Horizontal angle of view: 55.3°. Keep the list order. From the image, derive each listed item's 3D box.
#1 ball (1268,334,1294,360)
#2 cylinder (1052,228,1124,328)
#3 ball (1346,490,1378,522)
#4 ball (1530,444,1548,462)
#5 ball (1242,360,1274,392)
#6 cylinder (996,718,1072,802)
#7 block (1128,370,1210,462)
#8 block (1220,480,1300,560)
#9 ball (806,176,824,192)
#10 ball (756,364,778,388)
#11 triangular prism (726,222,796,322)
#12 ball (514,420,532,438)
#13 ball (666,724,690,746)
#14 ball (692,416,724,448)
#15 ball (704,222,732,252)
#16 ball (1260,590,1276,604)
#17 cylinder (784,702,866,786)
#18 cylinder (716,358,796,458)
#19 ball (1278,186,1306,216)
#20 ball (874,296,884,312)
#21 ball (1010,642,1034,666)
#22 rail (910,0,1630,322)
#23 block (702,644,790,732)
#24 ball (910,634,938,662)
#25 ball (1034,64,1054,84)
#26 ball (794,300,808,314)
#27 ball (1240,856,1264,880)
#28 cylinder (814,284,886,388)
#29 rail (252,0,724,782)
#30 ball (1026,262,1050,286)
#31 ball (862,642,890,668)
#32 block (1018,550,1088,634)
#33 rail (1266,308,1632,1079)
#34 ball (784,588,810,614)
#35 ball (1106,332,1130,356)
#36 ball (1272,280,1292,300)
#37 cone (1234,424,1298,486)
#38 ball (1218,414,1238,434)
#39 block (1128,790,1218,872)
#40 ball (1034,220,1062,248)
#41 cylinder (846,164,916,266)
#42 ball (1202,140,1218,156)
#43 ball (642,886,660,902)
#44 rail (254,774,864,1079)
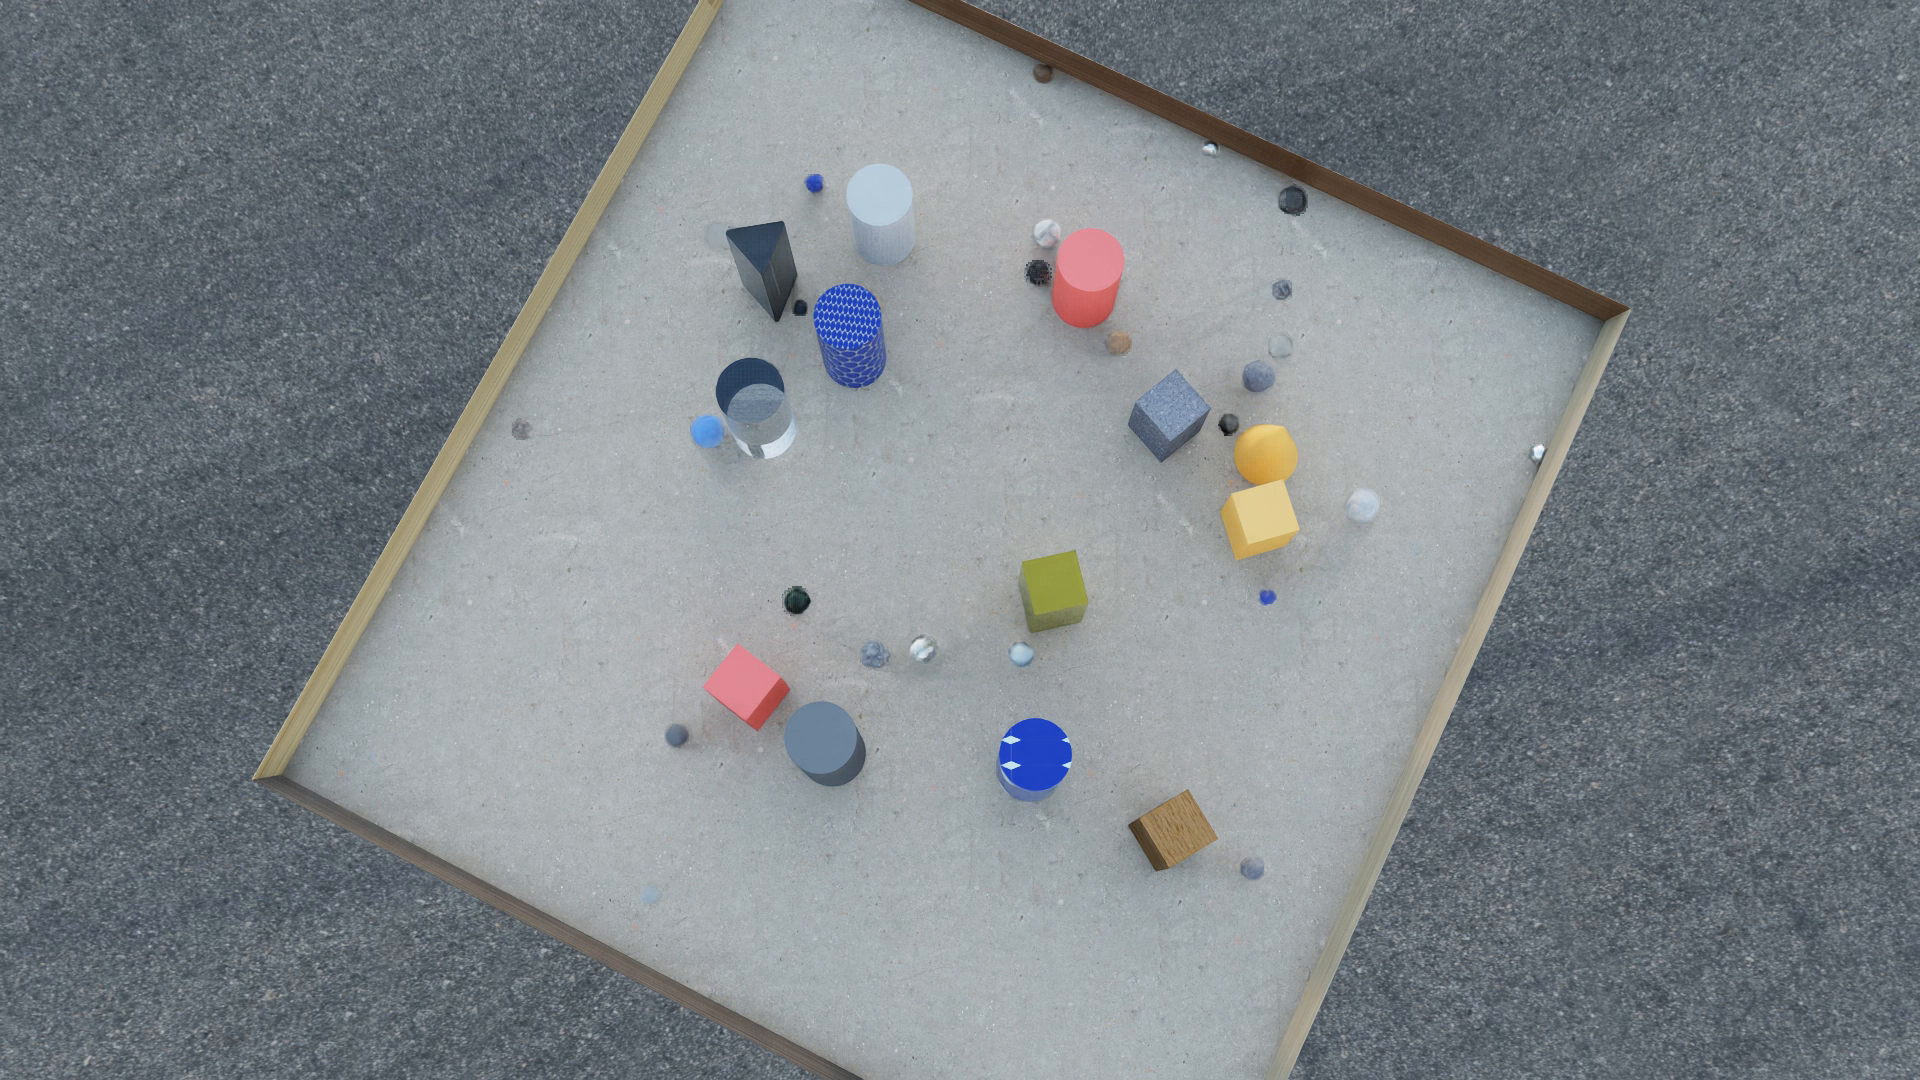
[{"bbox_3d":[0.997,-0.602,5.701,0.079,0.079,0.079,0,78,0],"label":"ball"},{"bbox_3d":[0.389,-0.797,5.607,0.199,0.343,0.199,0,78,0],"label":"cylinder"},{"bbox_3d":[1.229,-0.104,5.589,0.095,0.095,0.095,0,78,0],"label":"ball"},{"bbox_3d":[1.784,-0.267,5.643,0.057,0.057,0.057,0,78,0],"label":"ball"},{"bbox_3d":[0.921,-0.505,5.670,0.099,0.099,0.099,0,78,0],"label":"ball"},{"bbox_3d":[0.207,0.634,5.242,0.199,0.477,0.199,0,78,0],"label":"cylinder"},{"bbox_3d":[0.632,-0.374,5.560,0.159,0.263,0.159,-39,81,-7],"label":"block"},{"bbox_3d":[0.898,-0.059,5.504,0.159,0.244,0.159,-16,79,-3],"label":"block"},{"bbox_3d":[-0.461,-1.131,5.823,0.054,0.054,0.054,0,78,0],"label":"ball"},{"bbox_3d":[-0.600,-0.509,5.687,0.069,0.069,0.069,0,78,0],"label":"ball"},{"bbox_3d":[-0.573,-0.840,5.567,0.149,0.438,0.172,-40,81,-8],"label":"triangular prism"},{"bbox_3d":[-1.350,-0.343,5.660,0.055,0.055,0.055,0,78,0],"label":"ball"},{"bbox_3d":[-0.841,0.581,5.462,0.066,0.066,0.066,0,78,0],"label":"ball"},{"bbox_3d":[-0.773,-0.331,5.635,0.097,0.097,0.097,0,78,0],"label":"ball"},{"bbox_3d":[-0.757,-0.955,5.768,0.090,0.090,0.090,0,78,0],"label":"ball"},{"bbox_3d":[0.936,0.172,5.557,0.047,0.047,0.047,0,78,0],"label":"ball"},{"bbox_3d":[-0.381,0.589,5.245,0.199,0.490,0.199,0,78,0],"label":"cylinder"},{"bbox_3d":[-0.606,-0.390,5.489,0.199,0.407,0.199,0,78,0],"label":"cylinder"},{"bbox_3d":[1.050,-1.072,5.793,0.089,0.089,0.089,0,78,0],"label":"ball"},{"bbox_3d":[-0.275,-0.725,5.729,0.075,0.075,0.075,0,78,0],"label":"ball"},{"bbox_3d":[0.184,0.342,5.509,0.073,0.073,0.073,0,78,0],"label":"ball"},{"bbox_3d":[0.691,-1.346,5.828,3.050,0.129,0.045,26,80,5],"label":"rail"},{"bbox_3d":[-0.623,0.435,5.373,0.159,0.302,0.159,37,81,7],"label":"block"},{"bbox_3d":[-0.110,0.326,5.506,0.084,0.084,0.084,0,78,0],"label":"ball"},{"bbox_3d":[0.270,-1.501,5.897,0.060,0.060,0.060,0,78,0],"label":"ball"},{"bbox_3d":[-0.500,-0.731,5.745,0.045,0.045,0.045,0,78,0],"label":"ball"},{"bbox_3d":[0.857,0.964,5.383,0.068,0.068,0.068,0,78,0],"label":"ball"},{"bbox_3d":[-0.328,-0.611,5.537,0.199,0.404,0.199,0,78,0],"label":"cylinder"},{"bbox_3d":[-1.343,-0.651,5.684,0.045,0.129,3.138,26,80,5],"label":"rail"},{"bbox_3d":[0.246,-0.836,5.753,0.073,0.073,0.073,0,78,0],"label":"ball"},{"bbox_3d":[-0.252,0.346,5.504,0.081,0.081,0.081,0,78,0],"label":"ball"},{"bbox_3d":[0.272,0.156,5.408,0.159,0.344,0.159,-12,79,-3],"label":"block"},{"bbox_3d":[1.343,0.664,5.412,0.045,0.129,3.138,26,80,5],"label":"rail"},{"bbox_3d":[-0.493,0.185,5.539,0.077,0.077,0.077,0,78,0],"label":"ball"},{"bbox_3d":[0.494,-0.612,5.707,0.072,0.072,0.072,0,78,0],"label":"ball"},{"bbox_3d":[1.008,-0.783,5.748,0.060,0.060,0.060,0,78,0],"label":"ball"},{"bbox_3d":[0.947,-0.297,5.508,0.199,0.334,0.199,0,78,0],"label":"cone"},{"bbox_3d":[0.830,-0.358,5.660,0.061,0.061,0.061,0,78,0],"label":"ball"},{"bbox_3d":[0.607,0.836,5.257,0.159,0.365,0.159,-30,80,-6],"label":"block"},{"bbox_3d":[0.276,-0.965,5.773,0.086,0.086,0.086,0,78,0],"label":"ball"},{"bbox_3d":[-0.241,-0.998,5.648,0.199,0.342,0.199,0,78,0],"label":"cylinder"},{"bbox_3d":[0.800,-1.251,5.851,0.049,0.049,0.049,0,78,0],"label":"ball"},{"bbox_3d":[-0.906,1.038,5.376,0.051,0.051,0.051,0,78,0],"label":"ball"},{"bbox_3d":[-0.691,1.360,5.268,3.050,0.129,0.045,26,80,5],"label":"rail"}]
